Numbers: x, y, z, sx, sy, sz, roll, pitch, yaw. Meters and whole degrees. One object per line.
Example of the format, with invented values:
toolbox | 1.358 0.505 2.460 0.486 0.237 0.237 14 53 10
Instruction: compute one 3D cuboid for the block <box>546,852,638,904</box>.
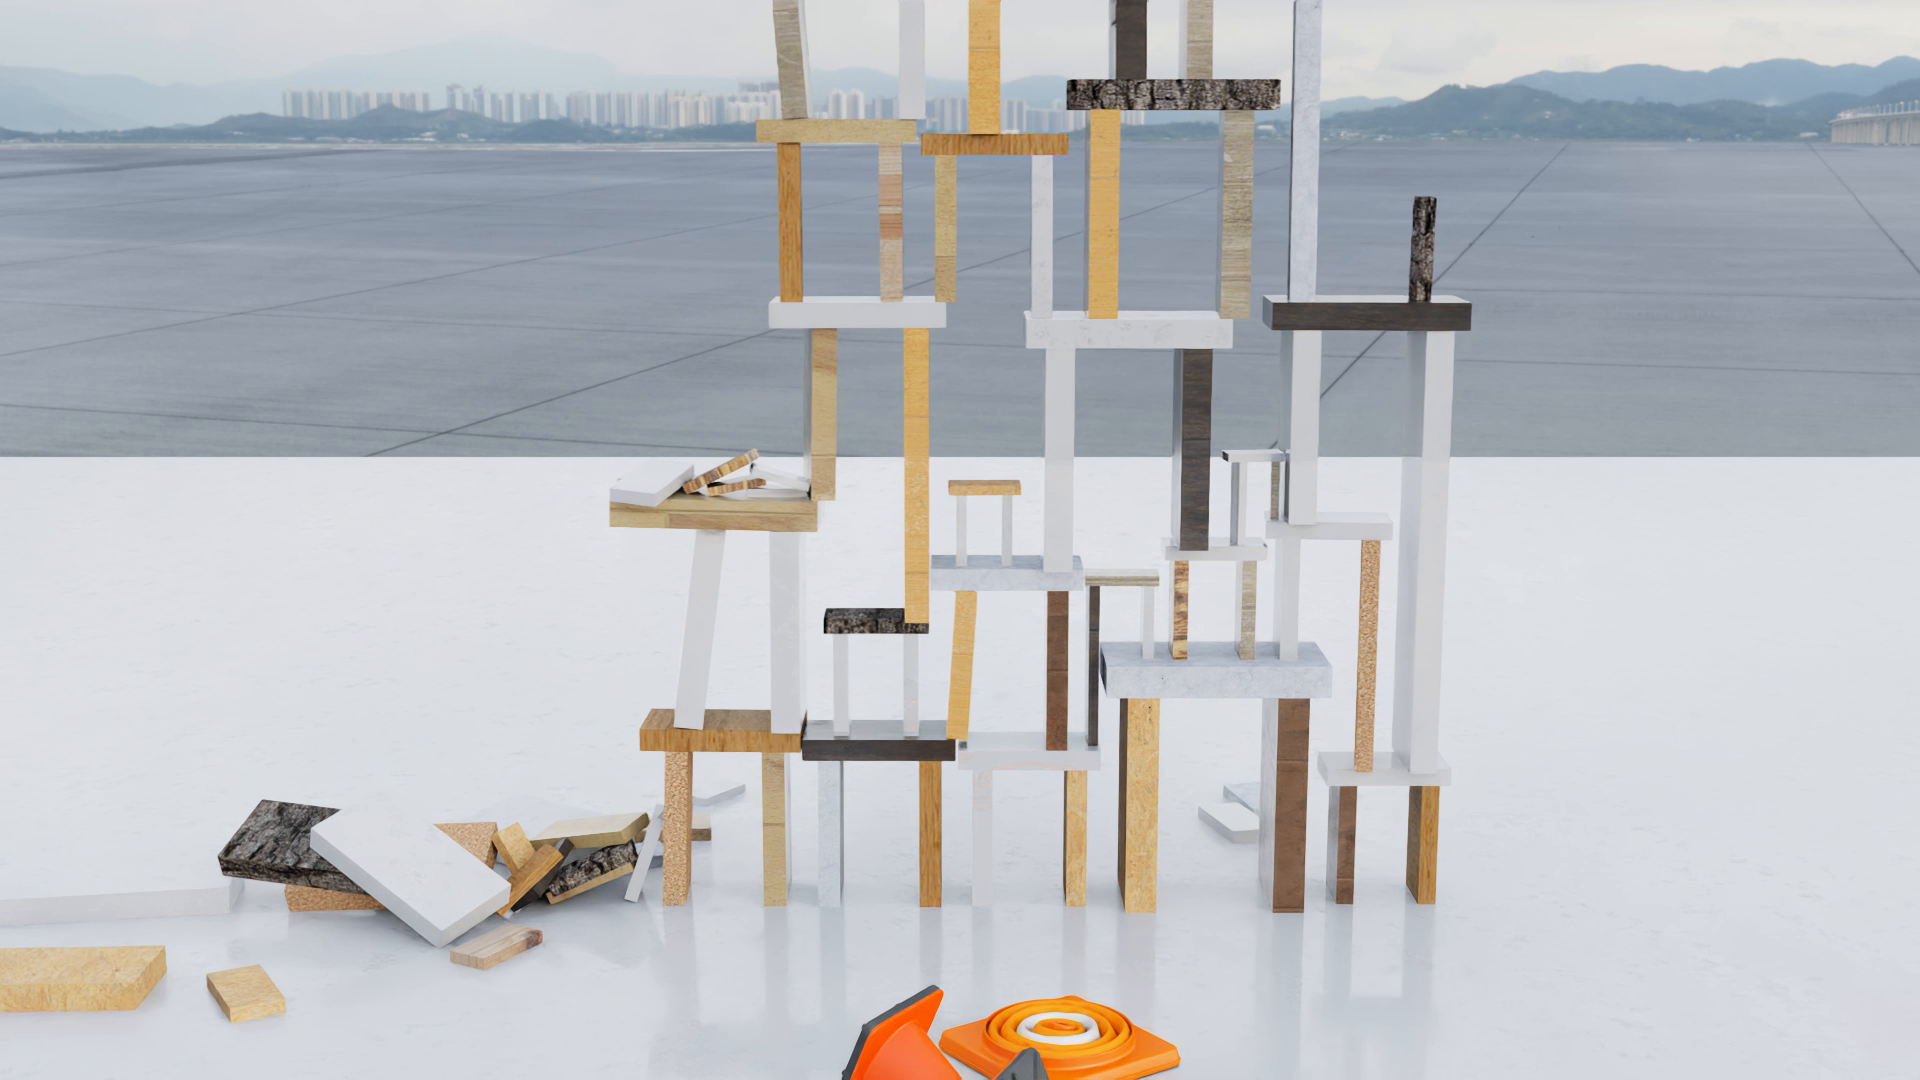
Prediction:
block | -0.610 0.555 3.648 0.148 0.021 0.074 -23 11 2

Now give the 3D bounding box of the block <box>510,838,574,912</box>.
block | -0.690 0.550 3.617 0.068 0.019 0.136 -31 18 30

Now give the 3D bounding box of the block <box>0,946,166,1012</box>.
block | -1.345 0.647 3.244 0.297 0.042 0.148 0 11 -3

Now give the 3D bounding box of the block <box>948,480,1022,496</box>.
block | 0.039 -0.085 3.540 0.115 0.016 0.058 0 11 -2

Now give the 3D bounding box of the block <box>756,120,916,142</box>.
block | -0.191 -0.640 3.439 0.246 0.035 0.123 0 11 -1

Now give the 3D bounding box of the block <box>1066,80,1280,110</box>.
block | 0.329 -0.694 3.429 0.320 0.045 0.160 0 11 0

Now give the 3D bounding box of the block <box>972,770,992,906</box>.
block | 0.036 0.477 3.645 0.033 0.231 0.116 0 11 0

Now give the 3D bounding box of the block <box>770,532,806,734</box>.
block | -0.280 0.134 3.589 0.047 0.329 0.165 0 11 0

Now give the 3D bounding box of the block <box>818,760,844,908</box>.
block | -0.213 0.468 3.642 0.035 0.248 0.124 0 11 0

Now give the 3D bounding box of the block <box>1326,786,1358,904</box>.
block | 0.633 0.491 3.650 0.029 0.202 0.101 0 11 0

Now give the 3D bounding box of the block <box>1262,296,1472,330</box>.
block | 0.642 -0.361 3.488 0.307 0.043 0.153 0 11 2

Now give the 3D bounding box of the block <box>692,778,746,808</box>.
block | -0.470 0.483 4.199 0.059 0.017 0.119 7 13 33

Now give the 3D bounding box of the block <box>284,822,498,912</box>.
block | -0.935 0.539 3.634 0.318 0.045 0.159 -2 32 1

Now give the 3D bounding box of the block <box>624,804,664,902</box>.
block | -0.520 0.519 3.651 0.021 0.148 0.074 19 9 -6

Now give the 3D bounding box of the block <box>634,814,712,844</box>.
block | -0.532 0.522 3.972 0.163 0.023 0.081 -1 11 -7

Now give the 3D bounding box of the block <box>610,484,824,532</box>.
block | -0.389 -0.054 3.556 0.329 0.047 0.165 1 10 0

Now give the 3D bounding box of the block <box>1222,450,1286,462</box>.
block | 0.471 -0.135 3.531 0.093 0.013 0.046 -1 11 -8

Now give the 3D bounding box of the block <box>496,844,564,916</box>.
block | -0.710 0.553 3.580 0.136 0.019 0.068 -44 17 -19

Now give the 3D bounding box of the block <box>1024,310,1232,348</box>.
block | 0.263 -0.335 3.495 0.320 0.045 0.160 0 11 0

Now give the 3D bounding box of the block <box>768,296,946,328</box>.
block | -0.160 -0.362 3.491 0.275 0.039 0.138 0 11 0

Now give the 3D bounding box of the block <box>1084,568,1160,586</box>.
block | 0.262 0.061 3.566 0.120 0.017 0.060 0 11 2

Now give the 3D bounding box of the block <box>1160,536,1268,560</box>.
block | 0.410 0.014 3.559 0.164 0.023 0.082 0 11 0

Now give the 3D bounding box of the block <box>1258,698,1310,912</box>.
block | 0.534 0.413 3.634 0.051 0.360 0.180 0 10 0

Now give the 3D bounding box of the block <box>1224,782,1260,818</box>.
block | 0.561 0.491 4.139 0.080 0.023 0.159 -3 11 -13

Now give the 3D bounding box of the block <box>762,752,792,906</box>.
block | -0.304 0.461 3.650 0.037 0.261 0.131 0 11 0

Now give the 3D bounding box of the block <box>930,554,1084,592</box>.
block | 0.075 0.053 3.571 0.245 0.035 0.122 0 11 0

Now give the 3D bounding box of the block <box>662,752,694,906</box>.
block | -0.468 0.460 3.653 0.037 0.261 0.130 2 10 -3

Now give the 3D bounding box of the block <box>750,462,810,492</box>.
block | -0.288 -0.101 3.511 0.095 0.013 0.047 16 10 -13

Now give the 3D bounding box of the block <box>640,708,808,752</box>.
block | -0.388 0.313 3.624 0.261 0.037 0.131 0 11 1

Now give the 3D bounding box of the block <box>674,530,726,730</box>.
block | -0.427 0.128 3.607 0.047 0.329 0.165 6 10 -8

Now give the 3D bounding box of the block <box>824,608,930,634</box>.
block | -0.135 0.132 3.585 0.170 0.024 0.085 0 11 0

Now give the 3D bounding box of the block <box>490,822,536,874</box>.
block | -0.730 0.535 3.666 0.017 0.122 0.061 -33 -4 25

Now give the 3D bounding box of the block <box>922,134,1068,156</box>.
block | 0.053 -0.619 3.438 0.226 0.032 0.113 0 11 -1

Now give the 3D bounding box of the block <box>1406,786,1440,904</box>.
block | 0.768 0.491 3.649 0.029 0.203 0.101 0 11 0

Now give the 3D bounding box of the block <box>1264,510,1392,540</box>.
block | 0.592 -0.023 3.549 0.200 0.028 0.100 1 11 5

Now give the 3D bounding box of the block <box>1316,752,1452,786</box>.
block | 0.698 0.377 3.628 0.202 0.029 0.101 0 11 0

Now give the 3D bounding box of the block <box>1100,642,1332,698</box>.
block | 0.414 0.211 3.597 0.360 0.051 0.180 0 11 0

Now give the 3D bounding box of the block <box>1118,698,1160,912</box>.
block | 0.294 0.413 3.634 0.051 0.360 0.180 0 11 0

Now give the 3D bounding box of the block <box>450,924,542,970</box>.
block | -0.717 0.629 3.405 0.068 0.019 0.136 6 12 29

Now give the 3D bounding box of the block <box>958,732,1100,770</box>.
block | 0.113 0.347 3.620 0.231 0.033 0.116 0 11 0

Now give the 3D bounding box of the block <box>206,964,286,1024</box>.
block | -1.045 0.663 3.218 0.077 0.022 0.155 -6 12 -30

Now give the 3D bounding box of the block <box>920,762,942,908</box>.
block | -0.049 0.469 3.642 0.035 0.248 0.124 0 11 0

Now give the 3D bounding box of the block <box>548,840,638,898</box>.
block | -0.604 0.536 3.615 0.148 0.021 0.074 -24 12 -7

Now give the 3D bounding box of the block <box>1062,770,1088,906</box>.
block | 0.191 0.477 3.645 0.033 0.231 0.116 0 11 0

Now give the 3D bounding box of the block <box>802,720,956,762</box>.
block | -0.131 0.329 3.617 0.248 0.035 0.124 0 11 0
